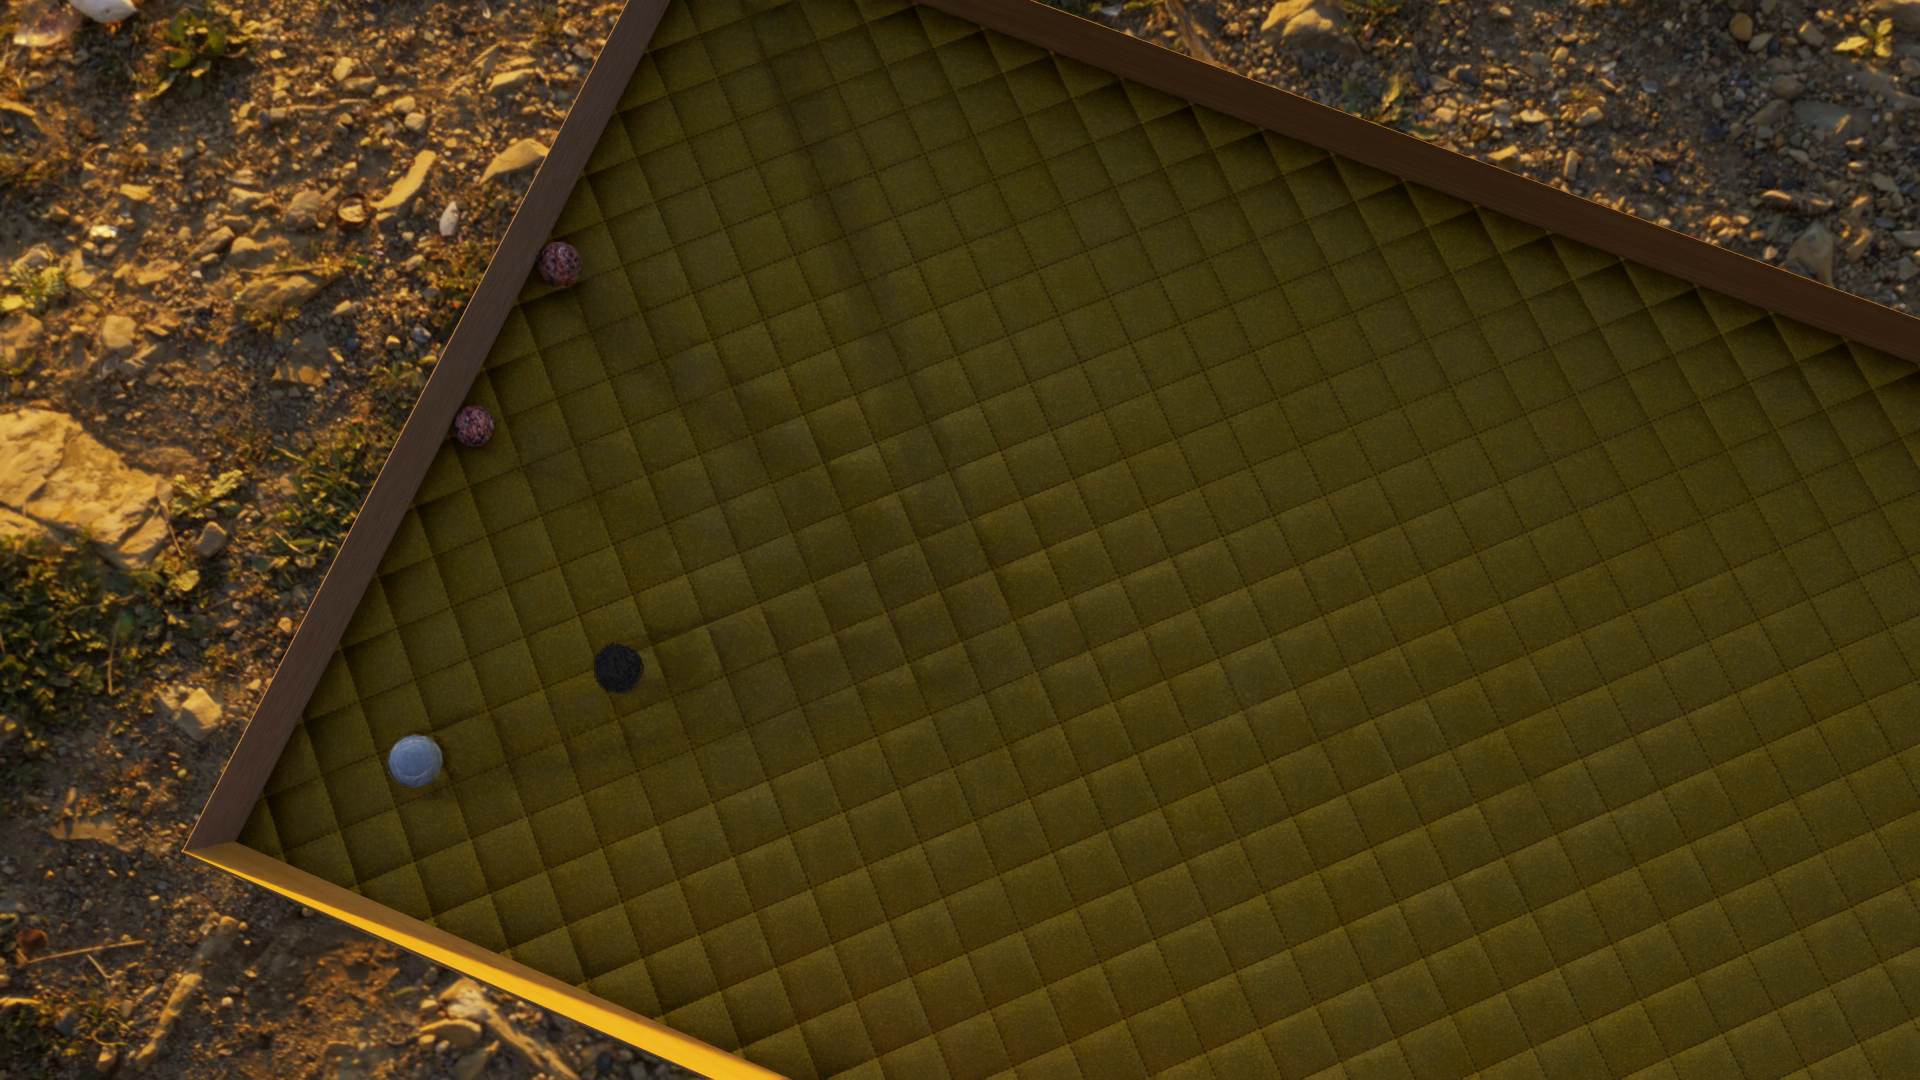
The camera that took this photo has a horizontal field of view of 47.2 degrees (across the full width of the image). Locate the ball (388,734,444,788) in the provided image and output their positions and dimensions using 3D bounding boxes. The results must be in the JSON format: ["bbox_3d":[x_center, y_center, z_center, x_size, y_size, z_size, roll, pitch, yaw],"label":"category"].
[{"bbox_3d":[-0.813,0.330,3.288,0.079,0.079,0.079,0,72,0],"label":"ball"}]

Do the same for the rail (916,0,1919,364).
[{"bbox_3d":[1.119,-0.457,3.530,3.414,0.102,0.045,21,73,7],"label":"rail"}]

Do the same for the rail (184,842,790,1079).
[{"bbox_3d":[0.460,1.065,3.036,3.414,0.102,0.045,21,73,7],"label":"rail"}]

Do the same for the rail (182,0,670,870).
[{"bbox_3d":[-0.767,-0.305,3.481,0.045,0.102,1.778,21,73,7],"label":"rail"}]

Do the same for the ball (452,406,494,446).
[{"bbox_3d":[-0.765,-0.179,3.461,0.064,0.064,0.064,0,72,0],"label":"ball"}]

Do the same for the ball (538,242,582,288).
[{"bbox_3d":[-0.645,-0.443,3.543,0.071,0.071,0.071,0,72,0],"label":"ball"}]

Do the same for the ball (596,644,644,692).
[{"bbox_3d":[-0.516,0.194,3.336,0.072,0.072,0.072,0,72,0],"label":"ball"}]
